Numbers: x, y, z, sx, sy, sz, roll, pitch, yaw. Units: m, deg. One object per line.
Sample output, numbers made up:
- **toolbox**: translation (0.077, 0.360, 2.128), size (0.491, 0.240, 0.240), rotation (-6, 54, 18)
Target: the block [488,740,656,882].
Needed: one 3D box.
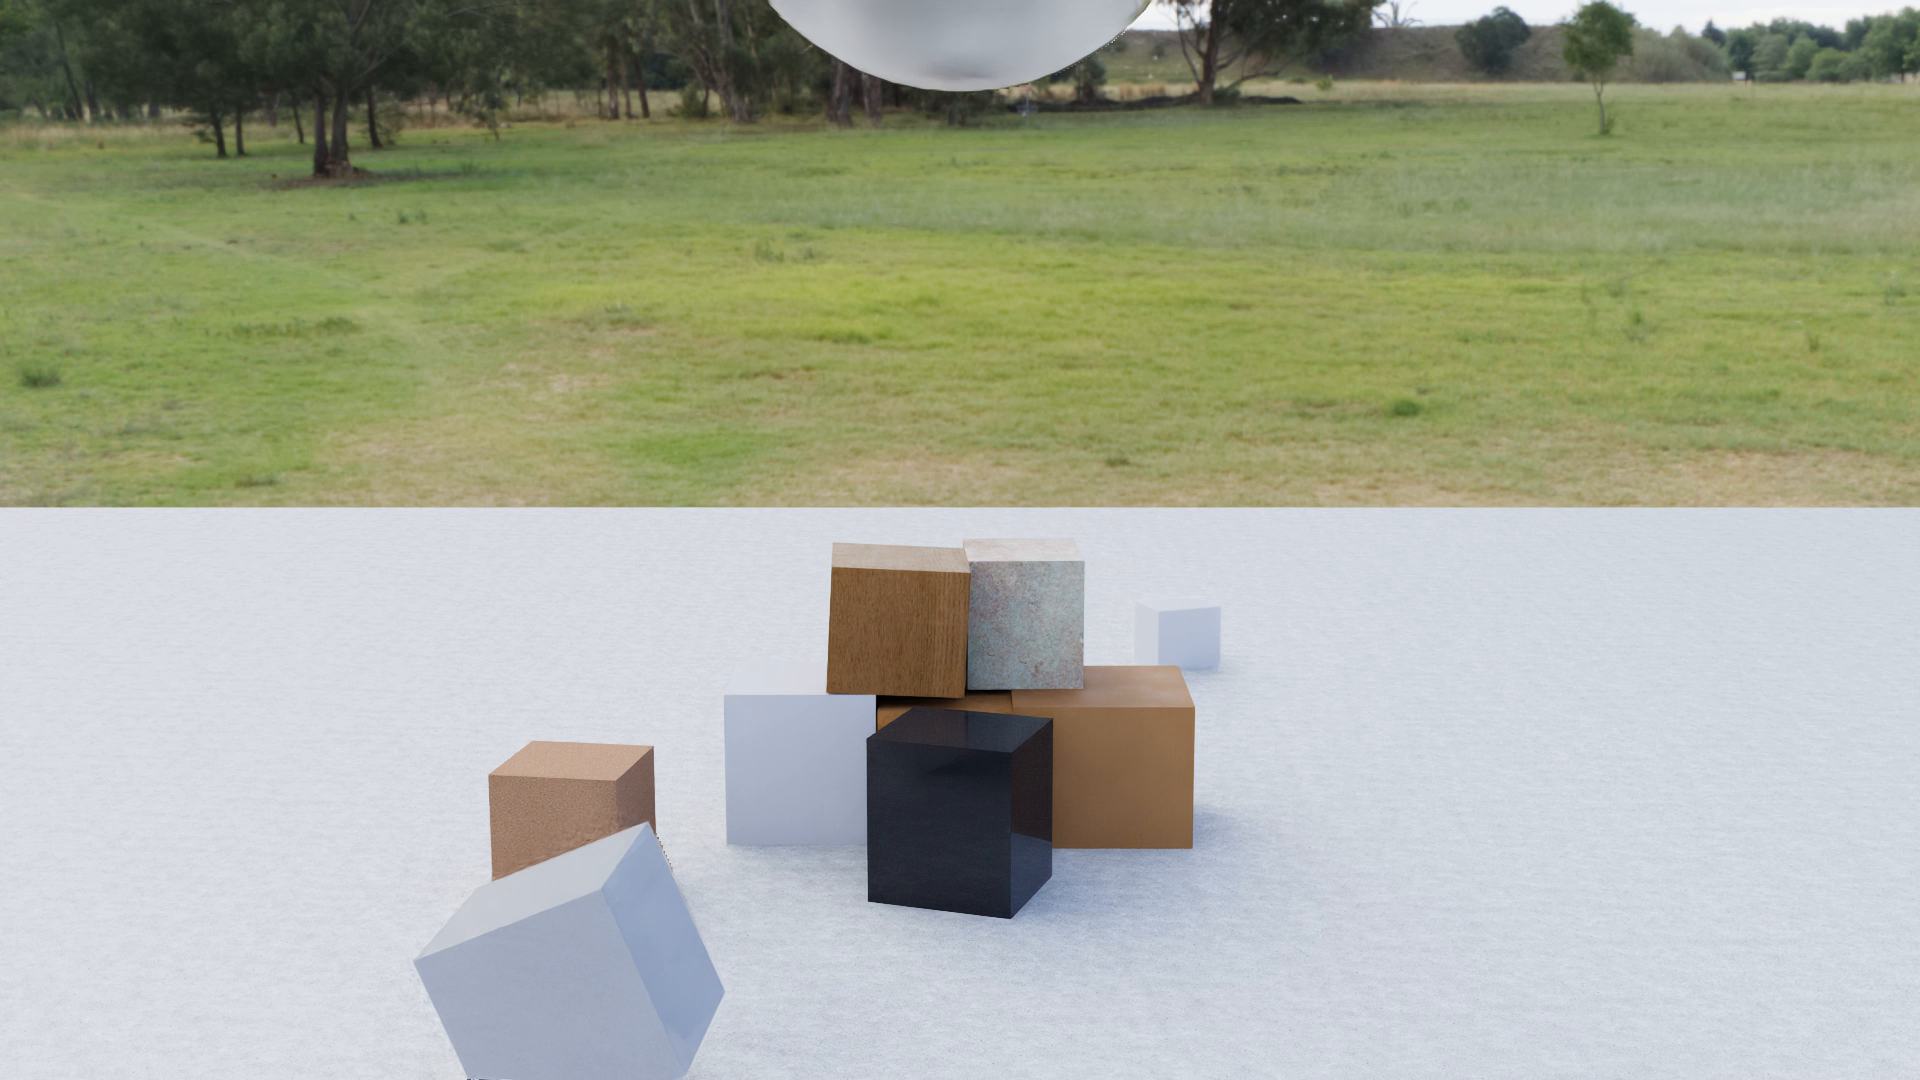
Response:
- **block**: translation (-1.816, 1.346, 10.373), size (0.607, 0.640, 0.593), rotation (2, 10, 9)

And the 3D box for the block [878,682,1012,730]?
- **block**: translation (-0.075, 1.131, 11.389), size (0.672, 0.701, 0.769), rotation (0, 10, 0)

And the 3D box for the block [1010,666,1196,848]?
- **block**: translation (0.715, 1.111, 11.409), size (0.907, 0.732, 0.882), rotation (0, 10, 0)

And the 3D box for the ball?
- **ball**: translation (0.000, -2.191, 6.741), size (1.600, 1.600, 1.600), rotation (0, 10, 0)

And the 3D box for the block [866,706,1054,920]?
- **block**: translation (0.006, 1.270, 10.378), size (0.704, 0.788, 0.633), rotation (4, 11, 19)

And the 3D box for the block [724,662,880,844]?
- **block**: translation (-0.800, 1.090, 11.396), size (0.759, 0.778, 0.719), rotation (0, 10, 0)

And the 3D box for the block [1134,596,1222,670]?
- **block**: translation (1.477, 0.631, 14.946), size (0.463, 0.410, 0.385), rotation (-4, 11, -19)

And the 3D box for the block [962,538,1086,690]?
- **block**: translation (0.322, 0.378, 11.523), size (0.593, 0.668, 0.650), rotation (0, 10, -3)

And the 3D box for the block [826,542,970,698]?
- **block**: translation (-0.323, 0.402, 11.247), size (0.690, 0.640, 0.666), rotation (2, 10, -3)

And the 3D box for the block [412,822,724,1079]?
- **block**: translation (-1.407, 1.604, 8.066), size (0.731, 0.733, 0.773), rotation (-22, 8, 8)
